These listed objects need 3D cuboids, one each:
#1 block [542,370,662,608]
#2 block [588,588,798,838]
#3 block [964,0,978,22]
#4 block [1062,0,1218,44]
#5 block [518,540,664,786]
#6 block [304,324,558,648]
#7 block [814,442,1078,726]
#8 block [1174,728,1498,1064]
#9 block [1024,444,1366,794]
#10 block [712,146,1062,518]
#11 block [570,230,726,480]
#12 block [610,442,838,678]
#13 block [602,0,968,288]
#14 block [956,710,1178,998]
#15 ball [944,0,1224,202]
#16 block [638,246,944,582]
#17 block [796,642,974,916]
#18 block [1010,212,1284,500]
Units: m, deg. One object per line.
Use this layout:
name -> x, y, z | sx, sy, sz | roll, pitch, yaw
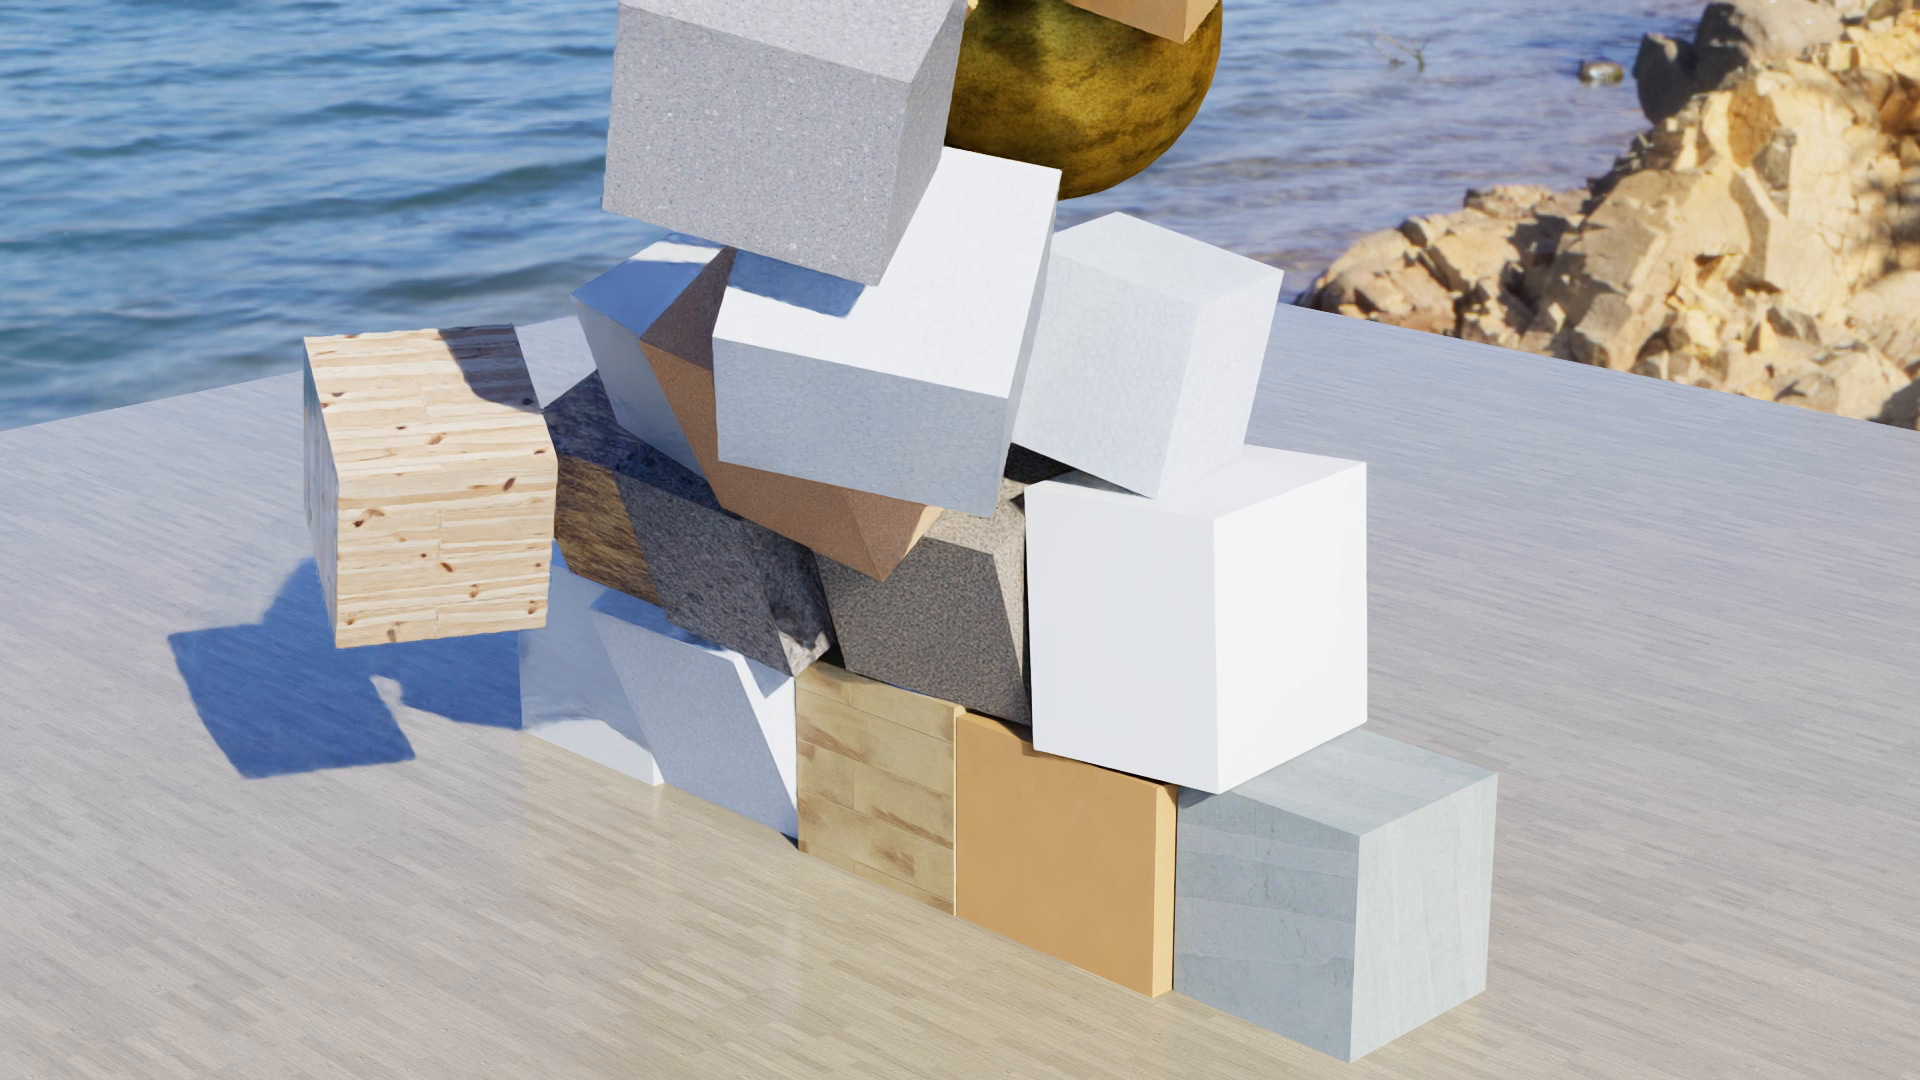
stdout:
block -> -1.385, -0.347, 13.930 | 0.863, 0.821, 0.969 | 18, 48, 44
block -> -0.921, 0.599, 14.092 | 1.071, 1.117, 0.968 | 17, 47, 43
block -> -0.204, -2.261, 11.051 | 0.647, 0.655, 0.741 | 32, 59, -9
block -> 0.757, -2.600, 11.607 | 0.711, 0.832, 0.717 | 23, 51, 17
block -> -1.501, 0.518, 15.063 | 1.100, 0.980, 1.070 | -17, 24, -42
block -> -2.232, -0.236, 12.252 | 0.873, 0.896, 0.936 | -6, 42, -19
block -> 0.071, 0.033, 12.808 | 0.999, 0.973, 0.950 | 15, 46, 32
block -> 1.552, 1.424, 12.174 | 0.928, 0.983, 0.928 | 17, 24, 42
block -> 1.004, 0.279, 12.315 | 0.960, 1.143, 1.079 | 11, 20, 40
block -> -0.273, -0.826, 10.919 | 1.064, 0.981, 0.926 | 12, -27, 3
block -> -1.078, -0.870, 12.953 | 0.816, 0.718, 0.802 | -34, 39, -23
block -> -0.882, -0.076, 13.196 | 0.857, 0.891, 0.791 | 21, 50, 40
block -> -0.595, -1.571, 10.146 | 1.002, 0.838, 0.832 | 16, 42, 5
block -> 0.804, 1.219, 12.889 | 1.157, 0.945, 1.156 | -17, 24, -42
ball -> 0.367, -2.305, 13.002 | 1.600, 1.600, 1.600 | 0, 17, 0
block -> -0.541, -0.631, 12.071 | 0.923, 1.068, 0.891 | 24, 63, 33
block -> 0.031, 0.965, 13.630 | 1.194, 0.987, 1.031 | -17, 24, -42
block -> 0.728, -0.775, 12.100 | 0.801, 0.837, 0.758 | 23, 26, 25
